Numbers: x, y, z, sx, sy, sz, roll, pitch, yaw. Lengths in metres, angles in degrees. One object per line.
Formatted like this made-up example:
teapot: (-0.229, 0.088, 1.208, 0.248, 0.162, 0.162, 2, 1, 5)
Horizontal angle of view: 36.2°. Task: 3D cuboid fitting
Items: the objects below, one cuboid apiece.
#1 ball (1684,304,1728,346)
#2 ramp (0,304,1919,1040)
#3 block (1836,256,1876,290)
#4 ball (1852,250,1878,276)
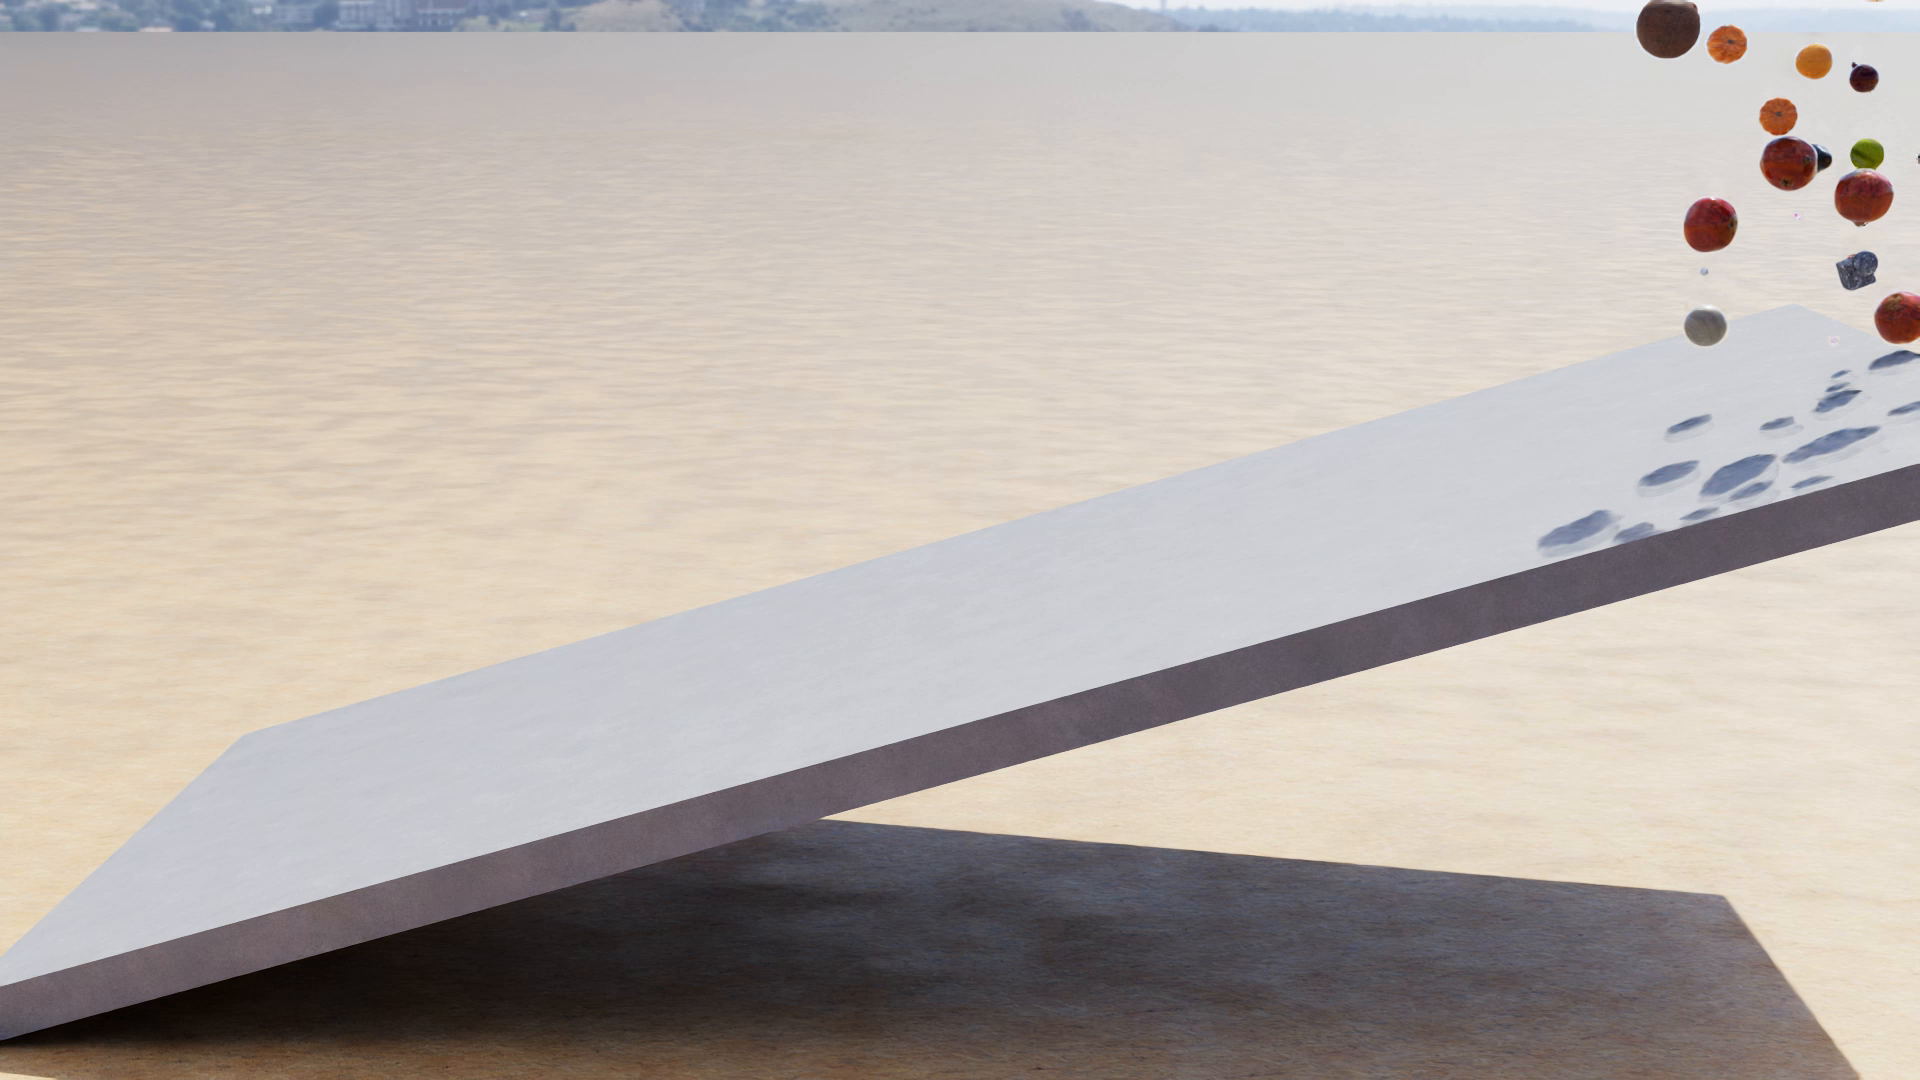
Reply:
ball: (1.574, -0.452, 6.207, 0.090, 0.090, 0.090, 0, 11, 0)
ramp: (0.087, 0.188, 6.323, 4.000, 0.100, 2.000, -16, 10, 5)
block: (1.850, -0.552, 6.072, 0.054, 0.054, 0.054, -20, 13, 1)
ball: (1.784, -0.545, 5.797, 0.050, 0.050, 0.050, 0, 11, 0)
